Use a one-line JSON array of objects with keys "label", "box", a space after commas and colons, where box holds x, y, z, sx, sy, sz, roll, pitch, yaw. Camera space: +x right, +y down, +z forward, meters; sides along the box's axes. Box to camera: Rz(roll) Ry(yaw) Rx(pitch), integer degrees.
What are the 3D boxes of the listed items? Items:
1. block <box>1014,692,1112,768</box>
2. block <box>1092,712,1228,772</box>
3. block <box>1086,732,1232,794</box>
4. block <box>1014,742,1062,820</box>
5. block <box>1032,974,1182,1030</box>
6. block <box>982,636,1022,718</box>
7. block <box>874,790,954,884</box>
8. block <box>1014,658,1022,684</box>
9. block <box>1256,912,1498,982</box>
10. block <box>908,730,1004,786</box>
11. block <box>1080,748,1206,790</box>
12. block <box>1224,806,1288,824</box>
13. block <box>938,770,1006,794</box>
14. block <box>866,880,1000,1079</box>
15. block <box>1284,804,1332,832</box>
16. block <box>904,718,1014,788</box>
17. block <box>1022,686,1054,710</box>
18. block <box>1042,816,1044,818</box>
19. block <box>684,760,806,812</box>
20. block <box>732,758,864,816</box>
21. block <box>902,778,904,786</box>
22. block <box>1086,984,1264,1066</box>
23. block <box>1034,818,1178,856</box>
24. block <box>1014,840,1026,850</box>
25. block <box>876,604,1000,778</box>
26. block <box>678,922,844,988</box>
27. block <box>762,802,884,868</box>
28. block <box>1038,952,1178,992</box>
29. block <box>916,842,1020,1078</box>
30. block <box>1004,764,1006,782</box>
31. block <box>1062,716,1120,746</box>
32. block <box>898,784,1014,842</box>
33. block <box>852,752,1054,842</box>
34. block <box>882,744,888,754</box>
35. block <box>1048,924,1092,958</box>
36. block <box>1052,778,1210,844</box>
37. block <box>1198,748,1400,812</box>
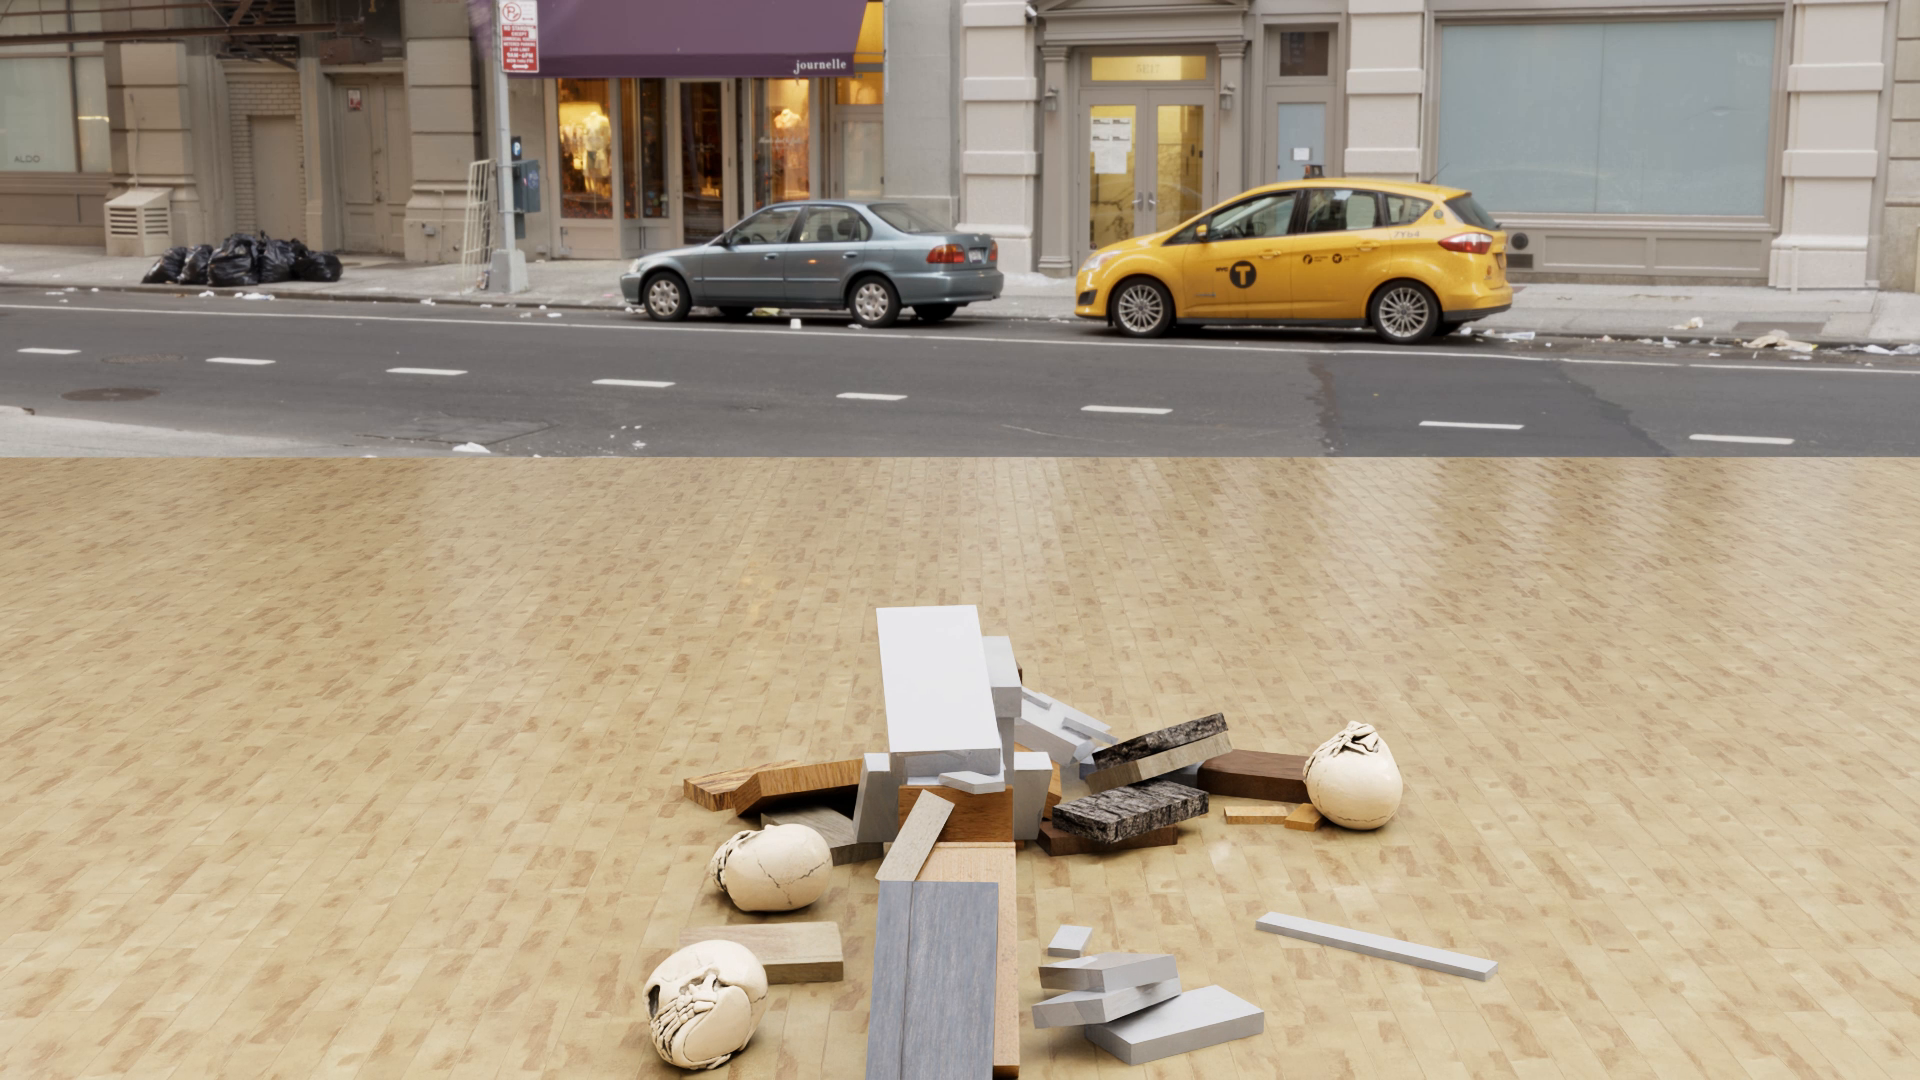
[{"label": "block", "box": [0.186, 0.373, 4.360, 0.163, 0.046, 0.327, 26, 8, 13]}, {"label": "block", "box": [0.391, 0.392, 4.275, 0.134, 0.038, 0.268, -25, -11, 39]}, {"label": "block", "box": [0.377, 0.421, 4.149, 0.268, 0.038, 0.134, -11, -9, -45]}, {"label": "block", "box": [0.106, 0.409, 4.232, 0.163, 0.046, 0.590, 24, 8, -2]}, {"label": "block", "box": [0.208, 0.646, 3.090, 0.113, 0.032, 0.227, -13, -7, 32]}, {"label": "block", "box": [0.003, 0.222, 3.604, 0.175, 0.049, 0.349, 0, 11, -2]}, {"label": "block", "box": [-0.063, 0.425, 3.088, 0.050, 0.014, 0.152, 24, 59, 10]}, {"label": "block", "box": [0.036, 0.280, 4.893, 0.164, 0.046, 0.328, 0, 7, -6]}, {"label": "block", "box": [0.643, 0.630, 3.416, 0.384, 0.015, 0.052, 7, 13, 35]}, {"label": "block", "box": [-0.006, 0.347, 3.325, 0.140, 0.040, 0.281, 0, 11, 0]}, {"label": "block", "box": [0.367, 0.451, 4.326, 0.238, 0.034, 0.119, 4, 11, 20]}, {"label": "block", "box": [0.547, 0.509, 4.063, 0.113, 0.016, 0.056, 0, 11, 1]}, {"label": "block", "box": [0.017, 0.347, 3.146, 0.050, 0.014, 0.101, -2, 4, -30]}, {"label": "block", "box": [-0.034, 0.606, 2.924, 0.163, 0.046, 0.326, 1, 49, 3]}, {"label": "block", "box": [0.643, 0.511, 4.051, 0.056, 0.016, 0.113, 5, 12, 26]}, {"label": "block", "box": [-0.002, 0.442, 3.511, 0.175, 0.349, 0.049, 0, 11, 0]}, {"label": "block", "box": [0.139, 0.312, 4.412, 0.093, 0.013, 0.046, 26, 8, 14]}, {"label": "block", "box": [0.158, 0.475, 4.250, 0.046, 0.013, 0.368, 0, 11, 1]}, {"label": "block", "box": [-0.394, 0.470, 4.221, 0.242, 0.034, 0.121, -7, 13, -33]}, {"label": "block", "box": [-0.243, 0.453, 4.085, 0.323, 0.046, 0.162, -5, -17, -25]}, {"label": "block", "box": [-0.007, 0.404, 3.716, 0.175, 0.349, 0.049, 1, 11, 5]}, {"label": "block", "box": [0.302, 0.681, 3.092, 0.227, 0.032, 0.113, -6, 12, -30]}, {"label": "block", "box": [0.257, 0.522, 3.941, 0.238, 0.034, 0.119, -3, 11, -16]}, {"label": "block", "box": [0.089, 0.528, 3.955, 0.059, 0.017, 0.119, 1, 11, 5]}, {"label": "block", "box": [-0.038, 0.226, 3.386, 0.162, 0.046, 0.401, -2, 30, -5]}, {"label": "block", "box": [-0.302, 0.626, 3.326, 0.242, 0.034, 0.121, -1, 19, -8]}, {"label": "block", "box": [-0.247, 0.525, 3.923, 0.121, 0.034, 0.242, -6, 12, -30]}, {"label": "block", "box": [0.210, 0.620, 3.155, 0.113, 0.032, 0.227, -7, -7, -22]}, {"label": "block", "box": [-0.003, 0.574, 3.027, 0.163, 0.326, 0.046, 0, -34, 0]}, {"label": "block", "box": [0.001, 0.492, 3.423, 0.140, 0.281, 0.040, 0, 6, -2]}, {"label": "block", "box": [0.256, 0.373, 4.286, 0.113, 0.016, 0.056, 22, -2, 11]}, {"label": "block", "box": [-0.006, 0.518, 3.159, 0.163, 0.326, 0.046, 0, 0, 0]}, {"label": "block", "box": [-0.014, 0.448, 3.835, 0.327, 0.163, 0.046, 1, 35, -14]}, {"label": "block", "box": [-0.064, 0.413, 3.959, 0.162, 0.046, 0.323, -9, -24, -13]}, {"label": "block", "box": [0.173, 0.627, 3.432, 0.050, 0.014, 0.101, 3, 11, 14]}, {"label": "block", "box": [0.308, 0.484, 3.949, 0.268, 0.038, 0.134, -10, 14, -42]}, {"label": "block", "box": [0.652, 0.461, 4.238, 0.357, 0.046, 0.164, 4, 11, 20]}]
